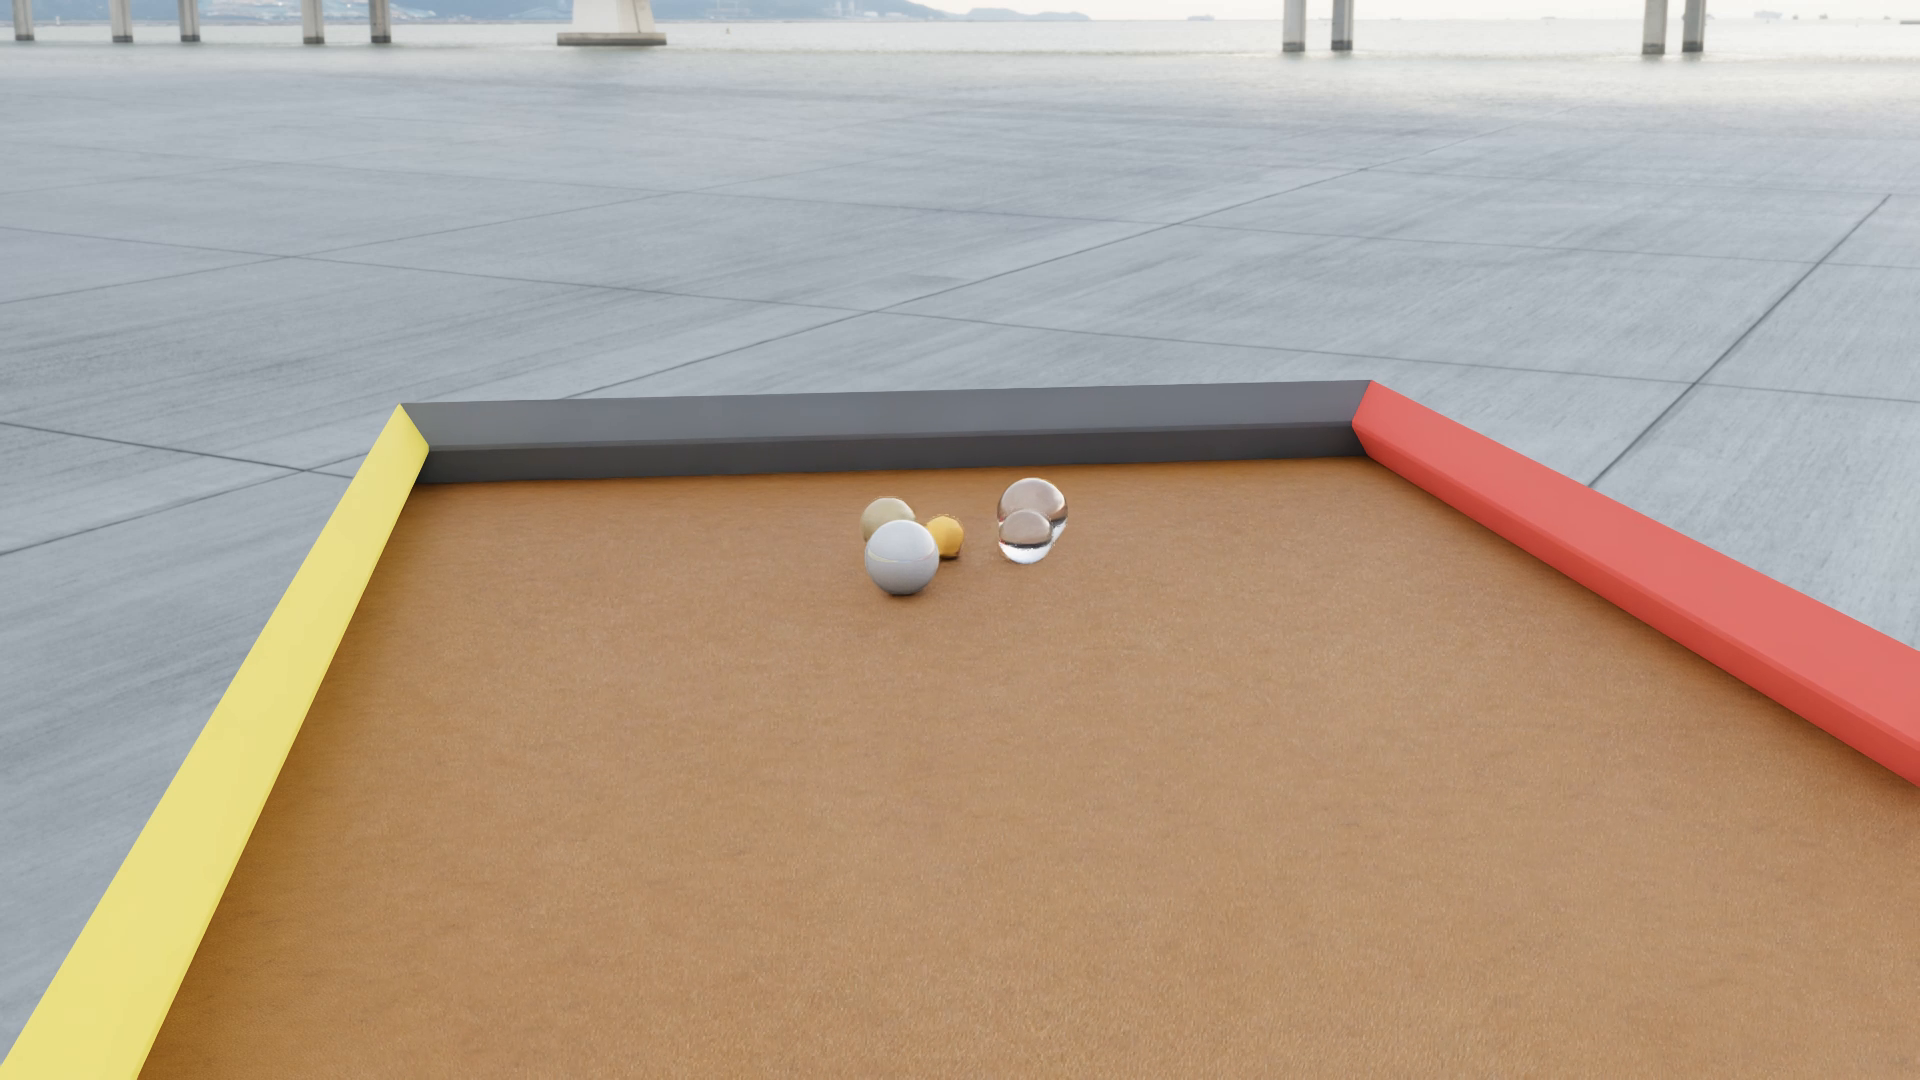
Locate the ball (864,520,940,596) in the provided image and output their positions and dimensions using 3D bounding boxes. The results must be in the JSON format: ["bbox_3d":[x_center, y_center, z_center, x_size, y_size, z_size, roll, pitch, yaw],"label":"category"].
[{"bbox_3d":[-0.070,0.021,2.658,0.091,0.091,0.091,0,13,0],"label":"ball"}]

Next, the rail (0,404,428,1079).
[{"bbox_3d":[-0.629,0.150,2.052,0.045,0.121,2.561,-2,14,-8],"label":"rail"}]

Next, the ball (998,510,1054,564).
[{"bbox_3d":[0.084,-0.004,2.810,0.070,0.070,0.070,0,13,0],"label":"ball"}]

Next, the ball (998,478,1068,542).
[{"bbox_3d":[0.095,-0.034,2.886,0.093,0.093,0.093,0,13,0],"label":"ball"}]

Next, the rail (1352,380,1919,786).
[{"bbox_3d":[0.812,0.101,2.255,0.045,0.121,2.561,-2,14,-8],"label":"rail"}]

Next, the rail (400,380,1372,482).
[{"bbox_3d":[-0.088,-0.164,3.363,1.503,0.121,0.045,-2,14,-8],"label":"rail"}]

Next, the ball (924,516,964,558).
[{"bbox_3d":[-0.022,-0.003,2.839,0.054,0.054,0.054,0,13,0],"label":"ball"}]

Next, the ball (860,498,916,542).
[{"bbox_3d":[-0.093,-0.019,2.865,0.073,0.073,0.073,0,13,0],"label":"ball"}]
